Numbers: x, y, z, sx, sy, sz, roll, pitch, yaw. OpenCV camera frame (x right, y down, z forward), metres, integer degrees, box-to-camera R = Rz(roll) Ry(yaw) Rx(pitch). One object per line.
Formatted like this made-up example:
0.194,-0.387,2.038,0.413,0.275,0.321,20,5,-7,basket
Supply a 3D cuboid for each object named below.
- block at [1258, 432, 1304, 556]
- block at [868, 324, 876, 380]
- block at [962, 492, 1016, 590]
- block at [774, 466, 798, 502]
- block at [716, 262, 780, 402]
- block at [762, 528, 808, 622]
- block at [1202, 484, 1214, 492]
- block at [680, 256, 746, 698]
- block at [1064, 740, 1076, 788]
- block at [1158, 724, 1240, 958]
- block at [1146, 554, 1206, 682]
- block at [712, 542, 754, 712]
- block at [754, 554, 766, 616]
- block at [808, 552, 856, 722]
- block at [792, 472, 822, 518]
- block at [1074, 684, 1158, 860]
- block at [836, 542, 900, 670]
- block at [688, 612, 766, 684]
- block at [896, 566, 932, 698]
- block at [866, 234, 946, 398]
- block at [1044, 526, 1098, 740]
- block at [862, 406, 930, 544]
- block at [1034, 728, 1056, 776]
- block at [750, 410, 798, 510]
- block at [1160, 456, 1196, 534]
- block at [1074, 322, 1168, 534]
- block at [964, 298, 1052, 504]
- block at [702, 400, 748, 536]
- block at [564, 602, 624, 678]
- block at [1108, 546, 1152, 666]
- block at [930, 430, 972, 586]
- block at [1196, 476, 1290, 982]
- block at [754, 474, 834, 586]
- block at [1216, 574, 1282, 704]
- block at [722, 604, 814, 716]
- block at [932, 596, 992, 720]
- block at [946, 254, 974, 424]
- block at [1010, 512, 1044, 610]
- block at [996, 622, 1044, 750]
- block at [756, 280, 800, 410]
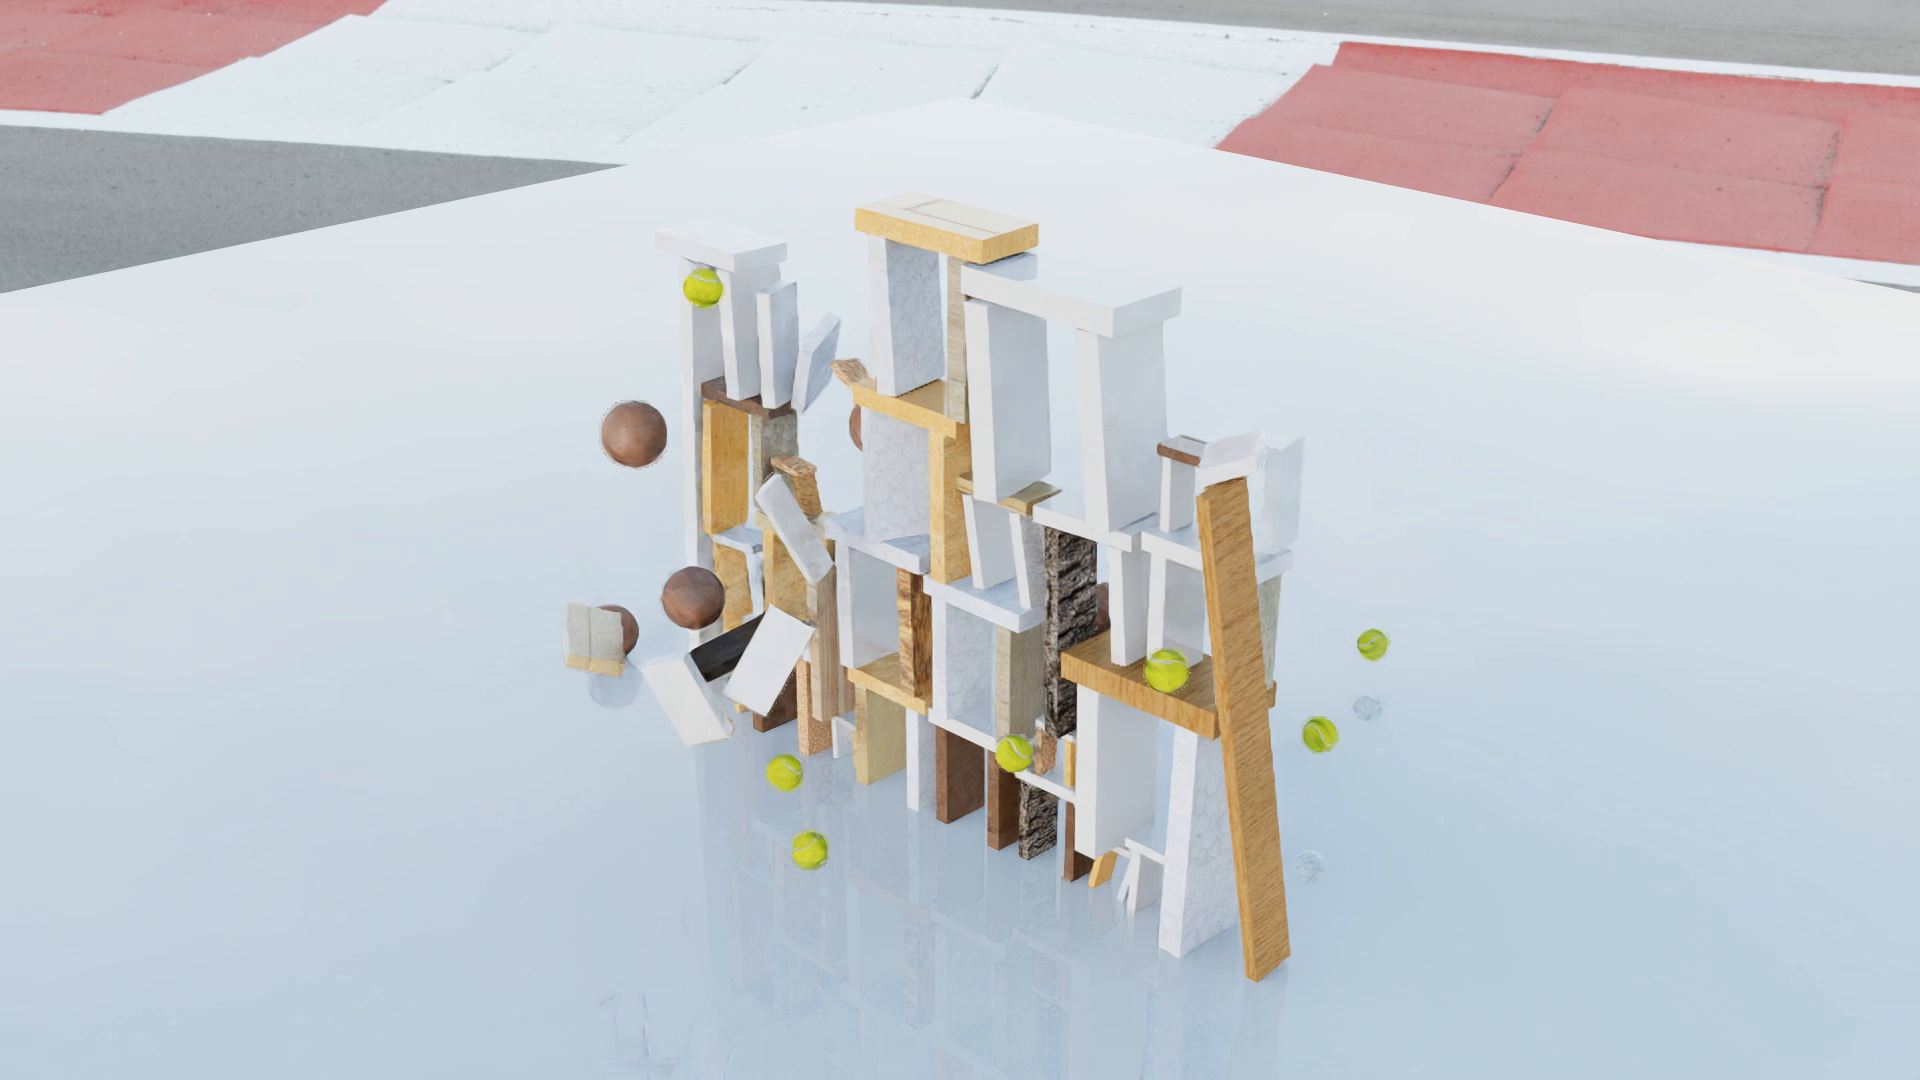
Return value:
0.541,-0.078,3.694,0.027,0.188,0.094,14,26,29,block
-0.144,-0.376,4.217,0.018,0.128,0.064,28,36,36,block
0.058,-0.009,4.161,0.093,0.186,0.026,-22,23,-38,block
-0.357,-0.113,4.569,0.047,0.094,0.013,-21,16,-40,block
-0.423,-0.433,4.495,0.038,0.270,0.135,17,28,41,block
-0.359,0.070,4.637,0.115,0.229,0.033,-21,31,-40,block
0.438,-0.061,3.721,0.019,0.136,0.068,21,30,40,block
-0.528,-0.125,4.743,0.135,1.025,0.038,-21,33,-40,block
0.219,0.415,4.161,0.014,0.097,0.049,18,29,39,block
0.447,0.514,3.954,0.050,0.464,0.175,24,32,39,block
0.382,0.119,3.860,0.033,0.236,0.118,22,31,40,block
-0.484,0.183,4.819,0.068,0.397,0.019,-19,23,-33,block
-0.403,0.093,4.700,0.068,0.137,0.019,-21,30,-40,block
-0.257,0.186,4.557,0.115,0.383,0.033,-20,31,-36,block
-0.314,-0.095,4.524,0.047,0.095,0.013,-21,16,-40,block
0.292,0.399,4.078,0.050,0.350,0.175,20,30,40,block
-0.186,0.114,4.481,0.038,0.271,0.135,19,29,42,block
-0.450,0.216,4.440,0.233,0.027,0.094,-28,33,-30,block
-0.059,0.164,4.363,0.038,0.271,0.135,19,29,42,block
-0.100,-0.440,4.136,0.044,0.309,0.154,13,26,35,block
0.205,0.154,4.064,0.031,0.431,0.111,20,31,39,block
-0.118,-0.139,4.277,0.137,0.274,0.039,-10,23,-22,block
0.164,0.397,4.204,0.014,0.097,0.049,18,29,34,block
-0.384,-0.174,4.573,0.029,0.204,0.102,21,31,39,block
0.375,-0.086,3.781,0.019,0.136,0.068,21,30,41,block
0.285,-0.210,3.825,0.051,0.357,0.179,13,26,41,block
0.090,-0.273,3.994,0.051,0.374,0.179,14,28,34,block
-0.499,-0.165,4.684,0.102,0.310,0.029,-23,39,-39,block
-0.696,0.189,4.178,0.107,0.030,0.213,13,21,-16,block
0.314,0.102,3.917,0.031,0.221,0.111,15,27,41,block
0.006,-0.079,4.179,0.137,0.305,0.039,-21,31,-40,block
0.484,0.339,3.715,0.094,0.971,0.027,-30,34,-34,block
-0.319,-0.019,4.252,0.018,0.227,0.064,3,43,44,block
0.493,0.162,3.758,0.033,0.236,0.118,22,31,39,block
-0.359,0.225,4.110,0.094,0.187,0.027,29,-2,-5,block
0.004,0.213,4.302,0.036,0.256,0.128,21,31,40,block
0.046,-0.380,4.005,0.044,0.309,0.154,21,31,40,block
0.145,0.025,4.080,0.093,0.186,0.026,-22,23,-38,block
0.126,0.260,4.192,0.128,0.256,0.036,-21,31,-41,block
-0.366,-0.397,4.454,0.030,0.240,0.107,10,26,25,block
